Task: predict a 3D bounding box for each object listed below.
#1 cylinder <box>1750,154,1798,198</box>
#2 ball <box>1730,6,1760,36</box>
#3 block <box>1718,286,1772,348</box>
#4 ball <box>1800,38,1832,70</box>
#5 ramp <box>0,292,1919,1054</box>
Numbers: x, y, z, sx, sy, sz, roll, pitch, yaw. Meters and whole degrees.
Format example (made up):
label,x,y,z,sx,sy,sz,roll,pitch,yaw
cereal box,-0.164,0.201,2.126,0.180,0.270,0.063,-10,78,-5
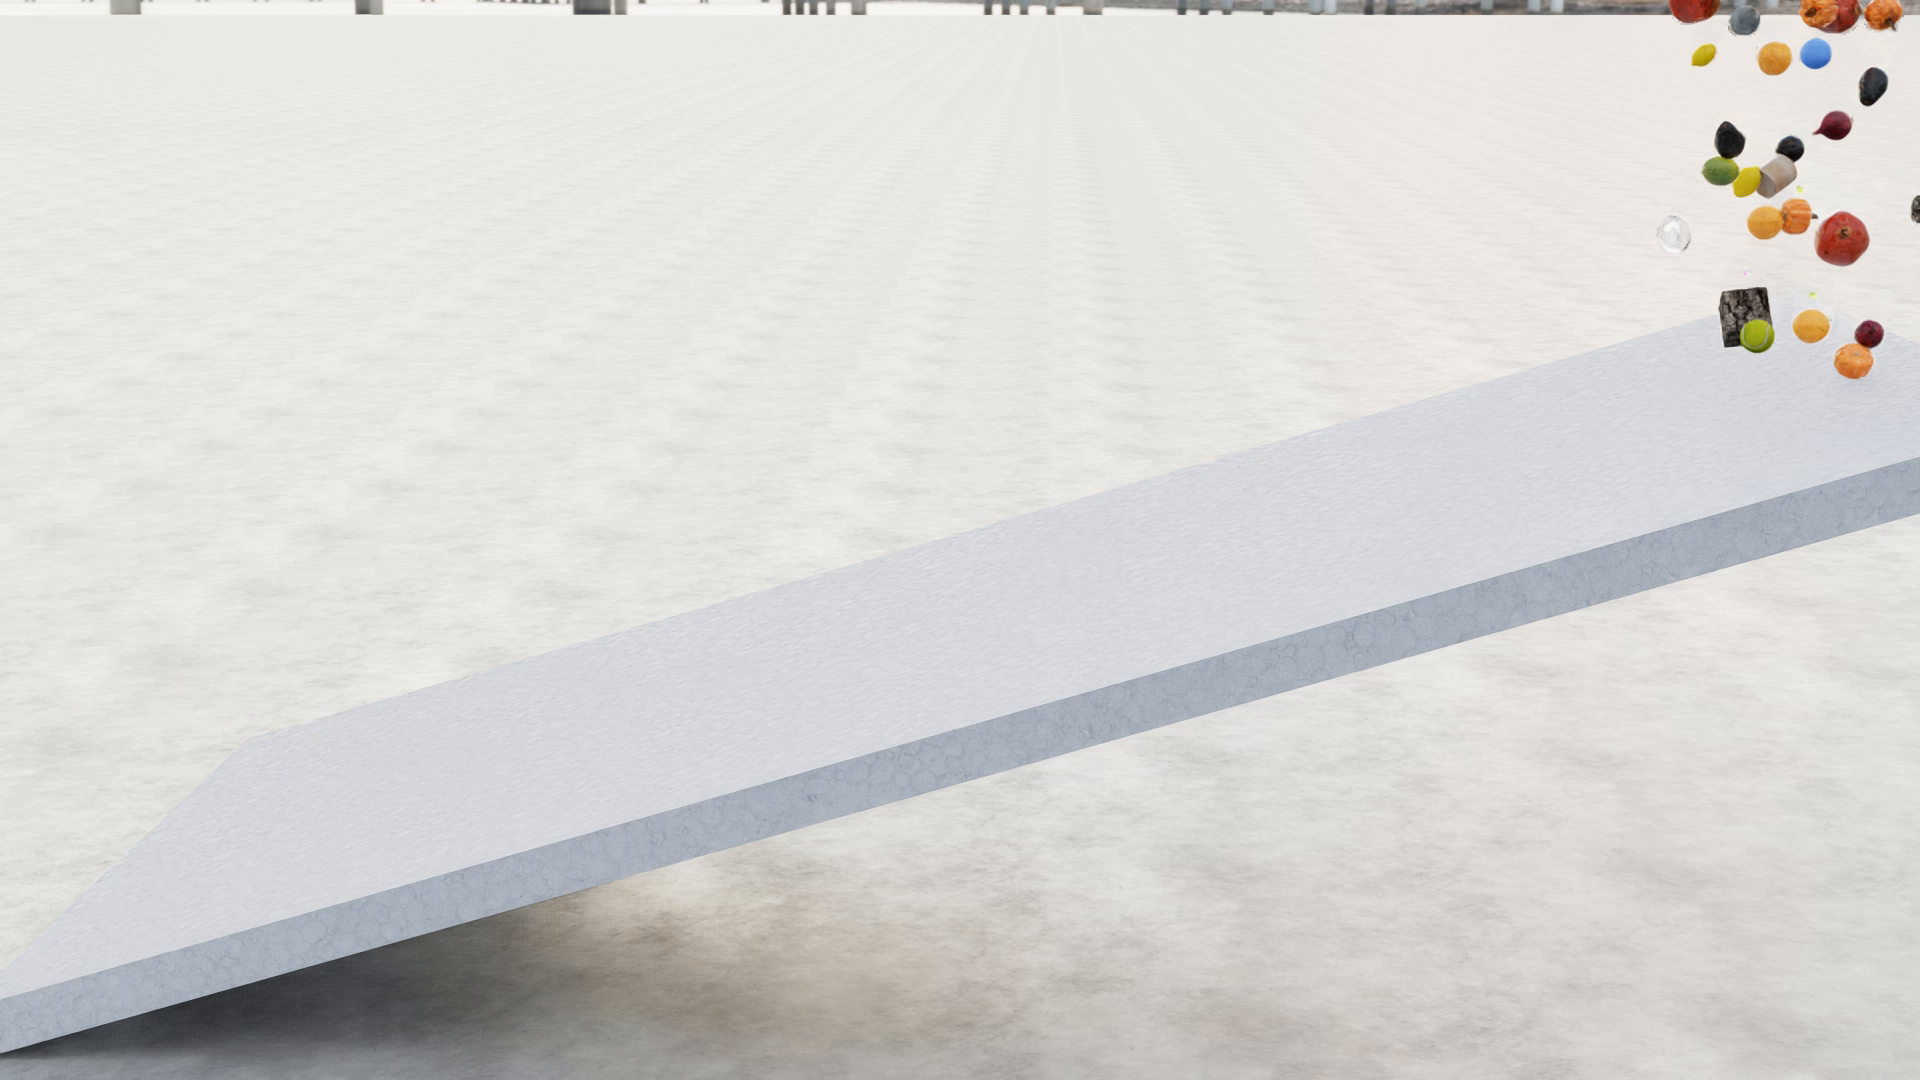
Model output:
label,x,y,z,sx,sy,sz,roll,pitch,yaw
cylinder,1.700,-0.760,6.143,0.068,0.068,0.068,-36,25,-21
ball,1.597,-1.057,5.984,0.062,0.062,0.062,0,11,0
block,1.649,-0.468,6.175,0.092,0.092,0.092,-5,-19,9
ball,1.693,-0.962,5.817,0.062,0.062,0.062,0,11,0
ramp,0.092,0.186,6.318,4.000,0.100,2.000,-16,10,5
